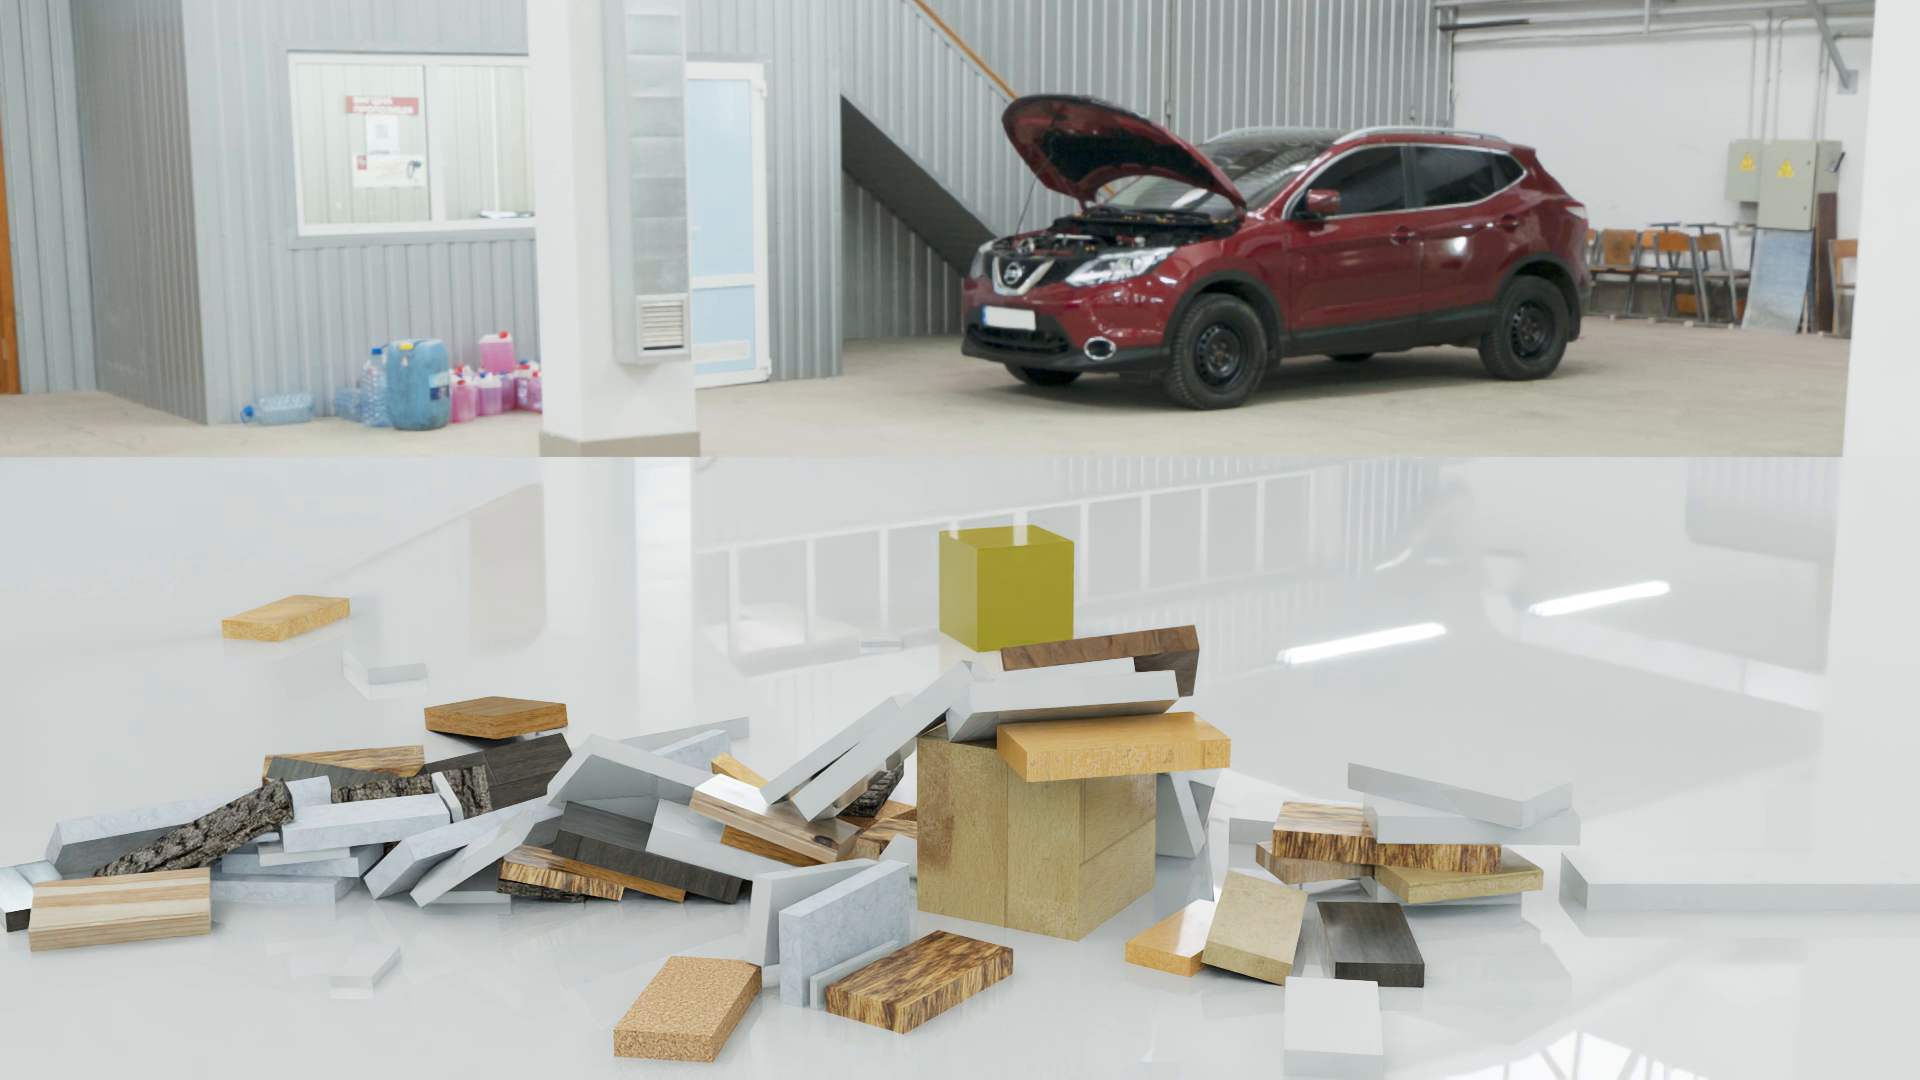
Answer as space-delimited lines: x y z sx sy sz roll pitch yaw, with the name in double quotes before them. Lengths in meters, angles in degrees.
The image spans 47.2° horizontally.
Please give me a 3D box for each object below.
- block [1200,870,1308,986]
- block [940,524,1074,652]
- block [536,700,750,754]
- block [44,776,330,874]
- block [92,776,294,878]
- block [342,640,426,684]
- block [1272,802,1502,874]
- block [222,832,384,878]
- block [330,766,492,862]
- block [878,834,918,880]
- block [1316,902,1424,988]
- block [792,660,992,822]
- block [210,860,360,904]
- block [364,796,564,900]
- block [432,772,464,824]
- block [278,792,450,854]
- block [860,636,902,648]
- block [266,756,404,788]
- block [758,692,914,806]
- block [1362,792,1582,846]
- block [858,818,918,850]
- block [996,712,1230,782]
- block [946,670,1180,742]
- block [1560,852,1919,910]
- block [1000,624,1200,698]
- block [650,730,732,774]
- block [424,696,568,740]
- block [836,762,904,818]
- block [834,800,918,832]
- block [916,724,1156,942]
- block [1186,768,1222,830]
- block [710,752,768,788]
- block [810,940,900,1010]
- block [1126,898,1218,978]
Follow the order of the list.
"block" 0.458 0.596 3.399 0.131 0.037 0.263 15 18 10
"block" 0.114 0.117 5.508 0.258 0.258 0.258 -4 11 -21
"block" -0.655 0.402 4.554 0.410 0.046 0.162 -8 13 -36
"block" -1.339 0.497 3.830 0.458 0.043 0.151 -7 -24 -35
"block" -1.273 0.506 3.652 0.337 0.038 0.134 -27 17 -12
"block" -1.362 0.288 5.194 0.132 0.037 0.265 -6 12 -28
"block" 0.716 0.496 3.674 0.368 0.046 0.163 3 11 14
"block" -1.109 0.531 3.716 0.235 0.033 0.117 1 10 5
"block" -0.957 0.483 3.854 0.265 0.132 0.037 -7 -24 -21
"block" -0.081 0.545 3.767 0.123 0.017 0.062 11 54 47
"block" 0.630 0.622 3.395 0.131 0.037 0.263 1 11 3
"block" -0.105 0.328 3.593 0.355 0.047 0.167 -39 -10 5
"block" -1.141 0.570 3.685 0.235 0.033 0.117 1 11 5
"block" -0.803 0.509 3.760 0.419 0.042 0.149 -13 -22 -50
"block" -0.882 0.457 3.793 0.018 0.063 0.127 -16 29 -23
"block" -1.005 0.476 3.704 0.268 0.038 0.134 -4 10 -21
"block" -0.197 0.252 5.449 0.101 0.014 0.050 -1 11 -6
"block" -1.100 0.462 4.017 0.302 0.043 0.151 5 -25 25
"block" -0.198 0.345 3.632 0.278 0.031 0.111 -36 -10 12
"block" 0.843 0.456 3.638 0.326 0.046 0.163 0 11 2
"block" -0.091 0.522 3.867 0.156 0.022 0.078 2 20 34
"block" 0.236 0.319 3.409 0.326 0.046 0.163 -2 11 -15
"block" 0.160 0.264 3.483 0.335 0.047 0.167 -3 -20 -14
"block" 1.323 0.567 3.665 0.601 0.046 0.163 0 11 0
"block" 0.226 0.217 3.600 0.318 0.045 0.159 -7 -33 -3
"block" -0.529 0.452 3.915 0.297 0.149 0.042 -18 12 -42
"block" -0.973 0.370 4.600 0.162 0.046 0.324 -9 5 -39
"block" -0.182 0.463 4.116 0.102 0.029 0.273 2 11 10
"block" -0.187 0.501 4.070 0.204 0.029 0.102 9 14 39
"block" 0.129 0.451 3.619 0.292 0.292 0.292 6 12 29
"block" 0.285 0.417 3.957 0.352 0.159 0.045 17 52 10
"block" -0.346 0.469 3.850 0.221 0.111 0.031 28 45 35
"block" -0.154 0.643 3.254 0.014 0.048 0.189 8 13 37
"block" 0.366 0.619 3.428 0.112 0.032 0.234 7 13 34
